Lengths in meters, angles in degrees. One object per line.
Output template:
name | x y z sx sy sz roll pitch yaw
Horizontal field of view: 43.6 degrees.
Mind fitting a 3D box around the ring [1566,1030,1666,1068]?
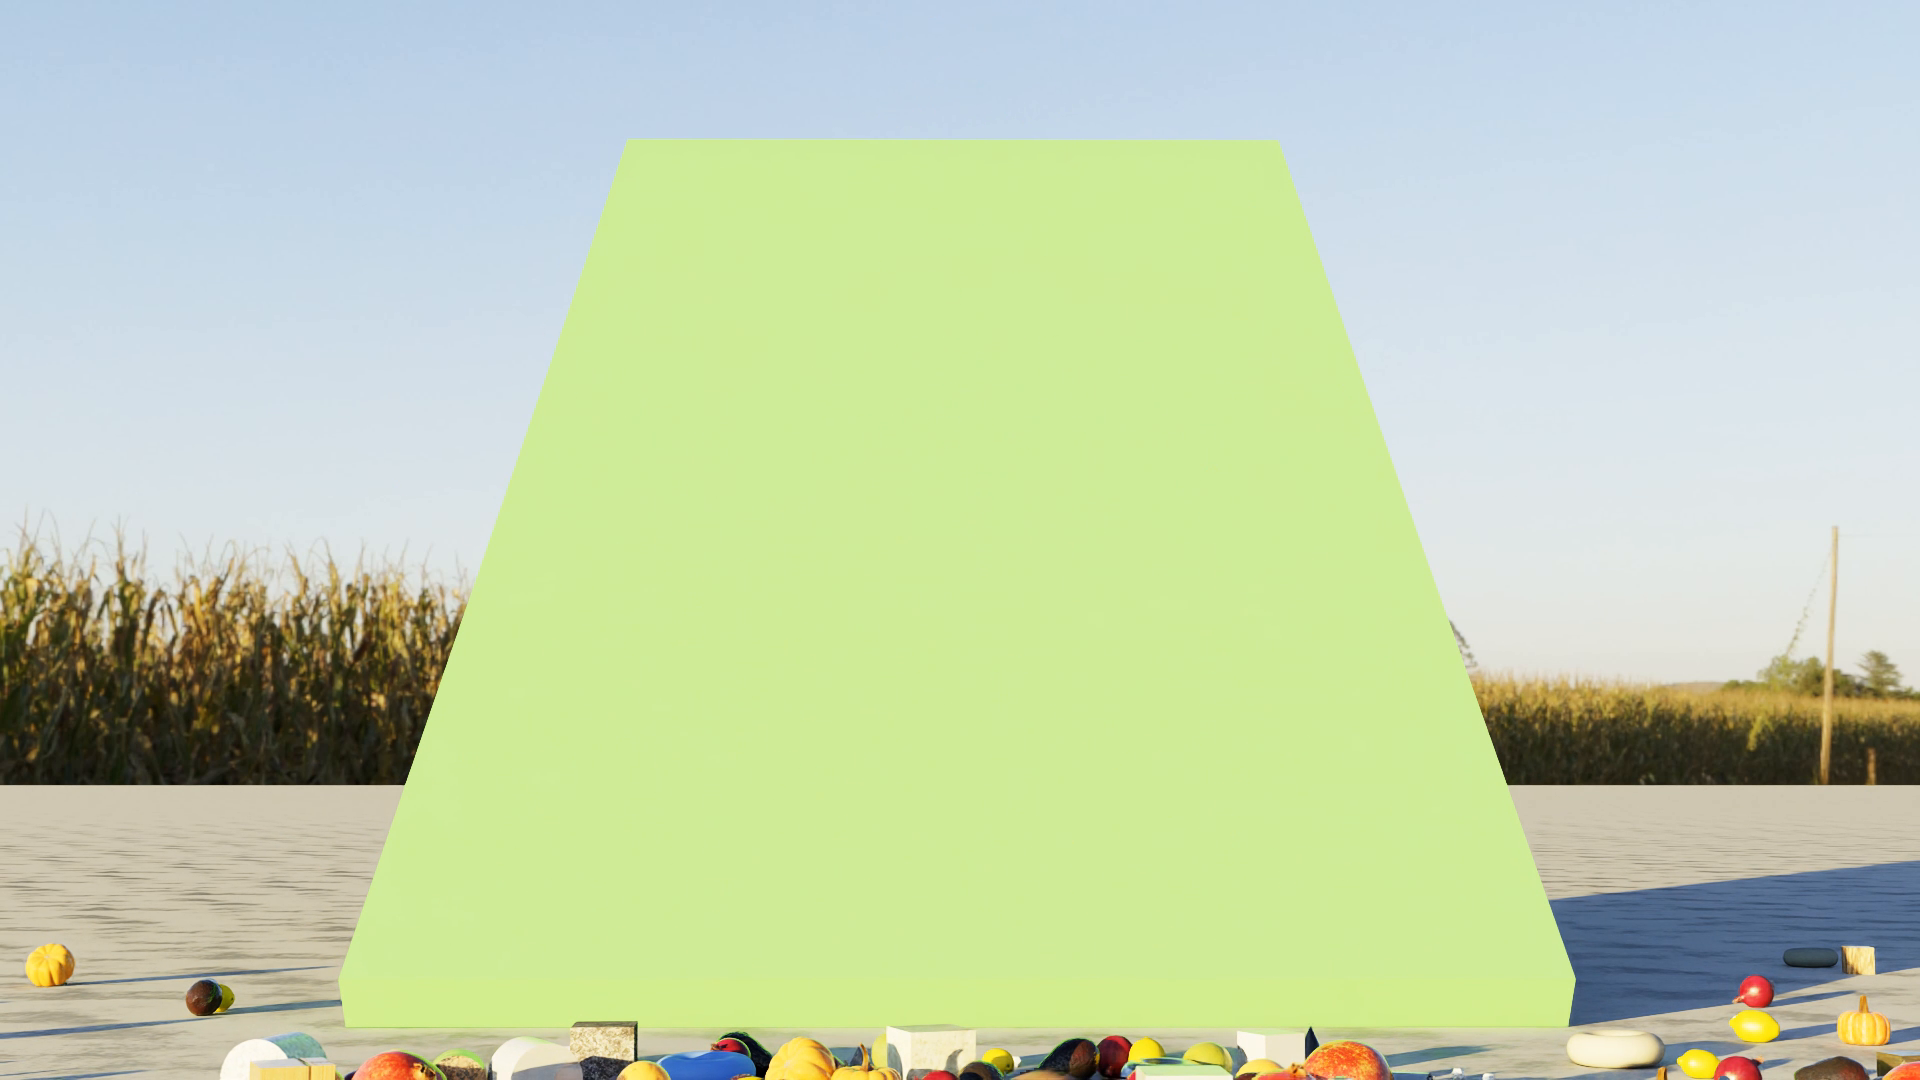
ring | 0.933 0.724 3.418 0.136 0.045 0.136 -1 -6 0

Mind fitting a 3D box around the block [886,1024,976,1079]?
block | -0.037 0.667 3.063 0.088 0.088 0.088 2 -6 -22

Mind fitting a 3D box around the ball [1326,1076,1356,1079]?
ball | 0.413 0.623 2.600 0.083 0.083 0.083 0 -6 0

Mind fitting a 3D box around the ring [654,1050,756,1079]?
ring | -0.334 0.697 3.139 0.134 0.045 0.134 -1 -4 0

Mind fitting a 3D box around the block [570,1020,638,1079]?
block | -0.469 0.680 3.166 0.082 0.082 0.082 0 -6 -4

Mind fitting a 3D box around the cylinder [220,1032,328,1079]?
cylinder | -0.833 0.650 2.920 0.094 0.094 0.094 -1 -6 12

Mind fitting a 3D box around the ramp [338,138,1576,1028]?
ramp | -0.012 -0.217 5.655 2.000 0.100 4.000 0 29 0

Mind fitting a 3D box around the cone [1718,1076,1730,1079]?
cone | 0.880 0.672 2.815 0.066 0.066 0.066 -36 -25 31

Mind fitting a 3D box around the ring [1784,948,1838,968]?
ring | 1.847 0.907 5.215 0.114 0.038 0.114 -1 -6 0

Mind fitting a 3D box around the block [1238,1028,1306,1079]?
block | 0.419 0.696 3.236 0.065 0.065 0.065 3 -6 -28

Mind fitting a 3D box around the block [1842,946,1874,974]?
block | 1.878 0.879 5.023 0.055 0.055 0.055 -1 -6 10

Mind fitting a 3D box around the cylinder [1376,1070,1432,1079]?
cylinder | 0.524 0.658 2.831 0.060 0.060 0.060 -2 -6 22

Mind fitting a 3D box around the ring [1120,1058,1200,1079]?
ring | 0.266 0.701 3.144 0.111 0.037 0.111 1 -5 0

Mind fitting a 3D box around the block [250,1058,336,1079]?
block | -0.762 0.637 2.735 0.082 0.082 0.082 3 -6 -24

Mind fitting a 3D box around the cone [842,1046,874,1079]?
cone | -0.127 0.671 3.014 0.071 0.071 0.071 0 -6 0

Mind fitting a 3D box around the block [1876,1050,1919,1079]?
block | 1.222 0.689 3.099 0.052 0.052 0.052 1 -6 -14

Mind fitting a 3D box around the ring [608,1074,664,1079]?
ring | -0.415 0.700 3.079 0.078 0.026 0.078 0 -7 0

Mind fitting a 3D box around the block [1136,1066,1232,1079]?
block | 0.241 0.617 2.581 0.092 0.092 0.092 0 -6 -3

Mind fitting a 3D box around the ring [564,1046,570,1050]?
ring | -0.546 0.727 3.366 0.086 0.029 0.086 1 -4 0

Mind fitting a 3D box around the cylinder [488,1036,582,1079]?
cylinder | -0.514 0.650 2.901 0.090 0.090 0.090 3 -6 -28

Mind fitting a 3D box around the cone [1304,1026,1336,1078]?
cone | 0.483 0.702 3.307 0.067 0.067 0.067 0 -6 0
